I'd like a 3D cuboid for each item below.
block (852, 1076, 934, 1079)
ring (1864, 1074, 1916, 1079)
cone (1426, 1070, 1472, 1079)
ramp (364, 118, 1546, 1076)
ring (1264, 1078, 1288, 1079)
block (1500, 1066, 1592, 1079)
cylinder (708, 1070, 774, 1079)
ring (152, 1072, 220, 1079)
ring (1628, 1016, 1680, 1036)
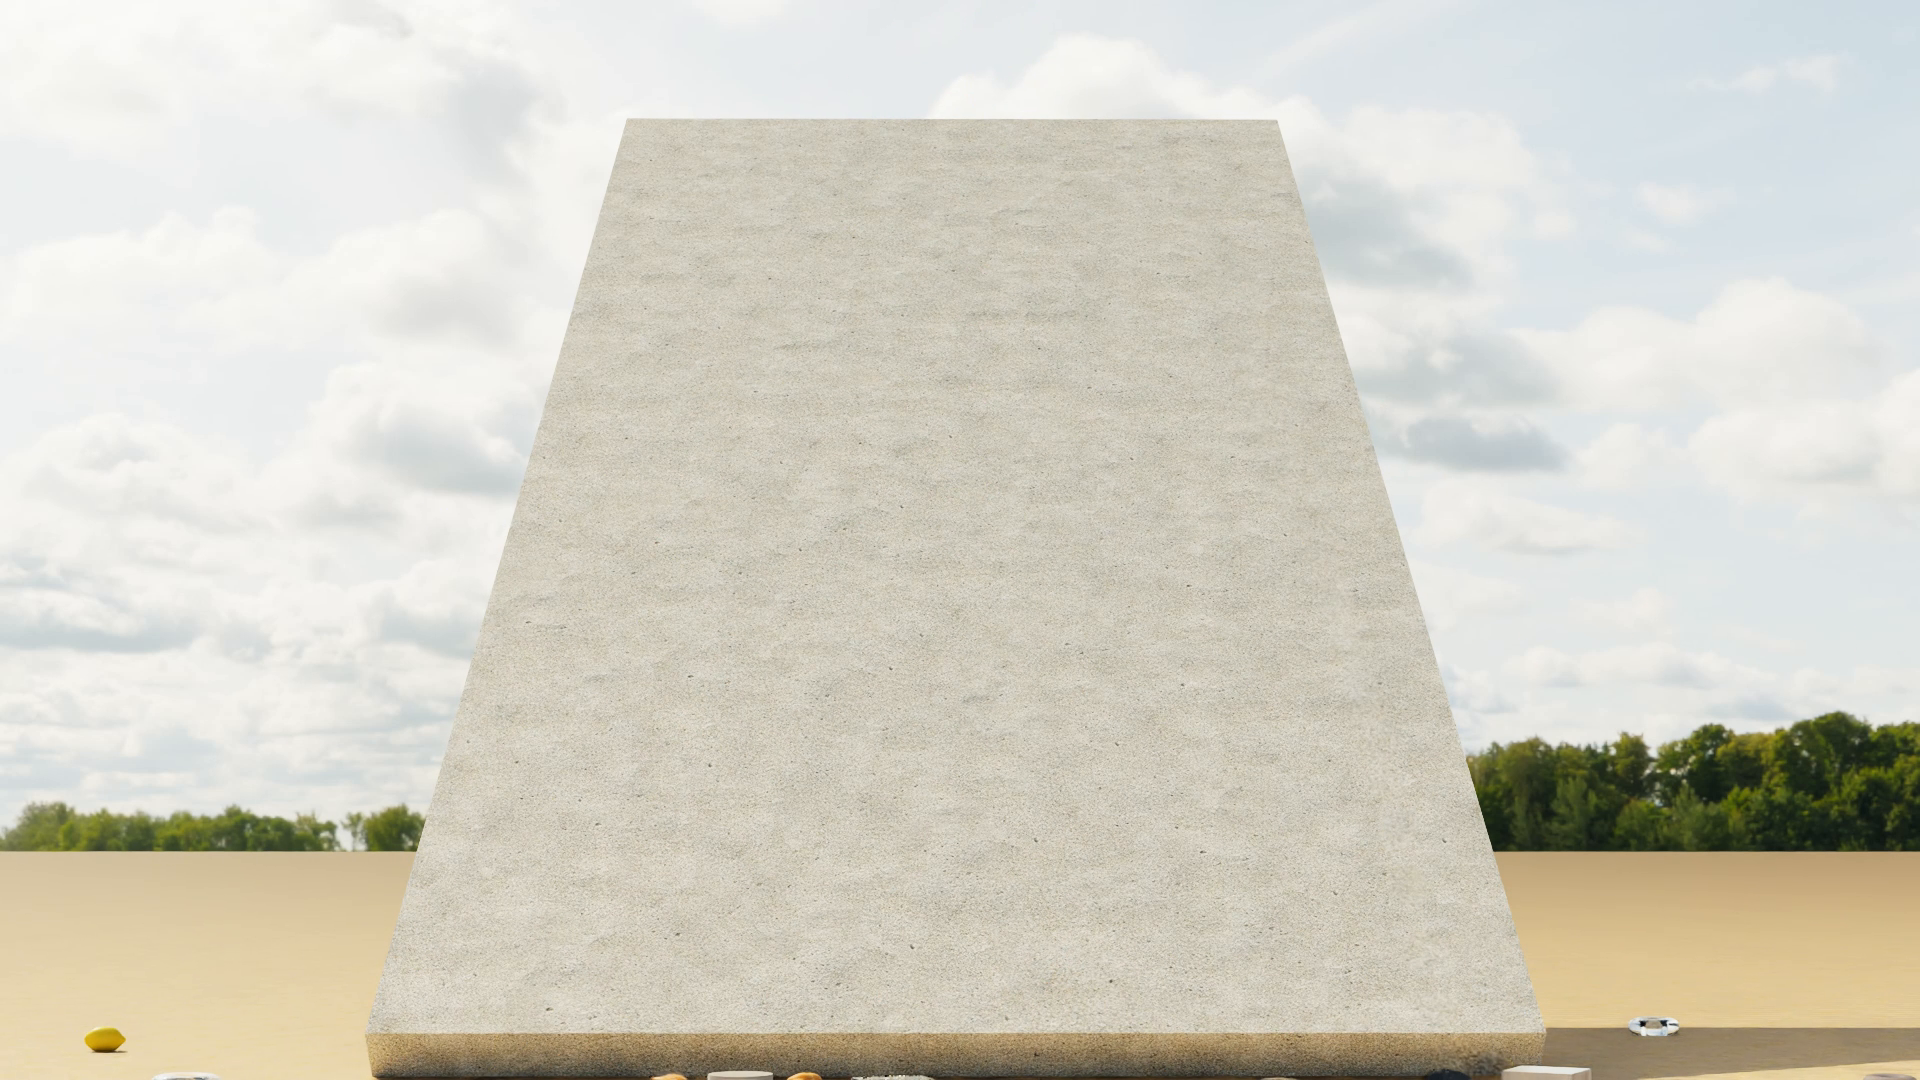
[{"bbox_3d":[-0.081,0.739,3.133,0.095,0.095,0.095,2,-7,-17],"label":"block"},{"bbox_3d":[1.484,0.869,3.905,0.086,0.029,0.086,0,-6,0],"label":"ring"},{"bbox_3d":[0.667,0.796,3.386,0.097,0.097,0.097,1,-34,-10],"label":"cone"},{"bbox_3d":[-0.015,-0.188,5.863,2.000,0.100,4.000,0,32,0],"label":"ramp"},{"bbox_3d":[0.442,0.762,3.260,0.143,0.048,0.143,8,14,-2],"label":"ring"},{"bbox_3d":[0.784,0.756,3.269,0.095,0.095,0.095,-4,-8,29],"label":"block"},{"bbox_3d":[-0.295,0.762,3.292,0.087,0.087,0.087,0,-7,0],"label":"cylinder"},{"bbox_3d":[-1.212,0.856,3.835,0.112,0.037,0.112,1,-7,0],"label":"ring"},{"bbox_3d":[1.451,1.017,5.121,0.104,0.035,0.104,-1,-6,0],"label":"ring"}]
